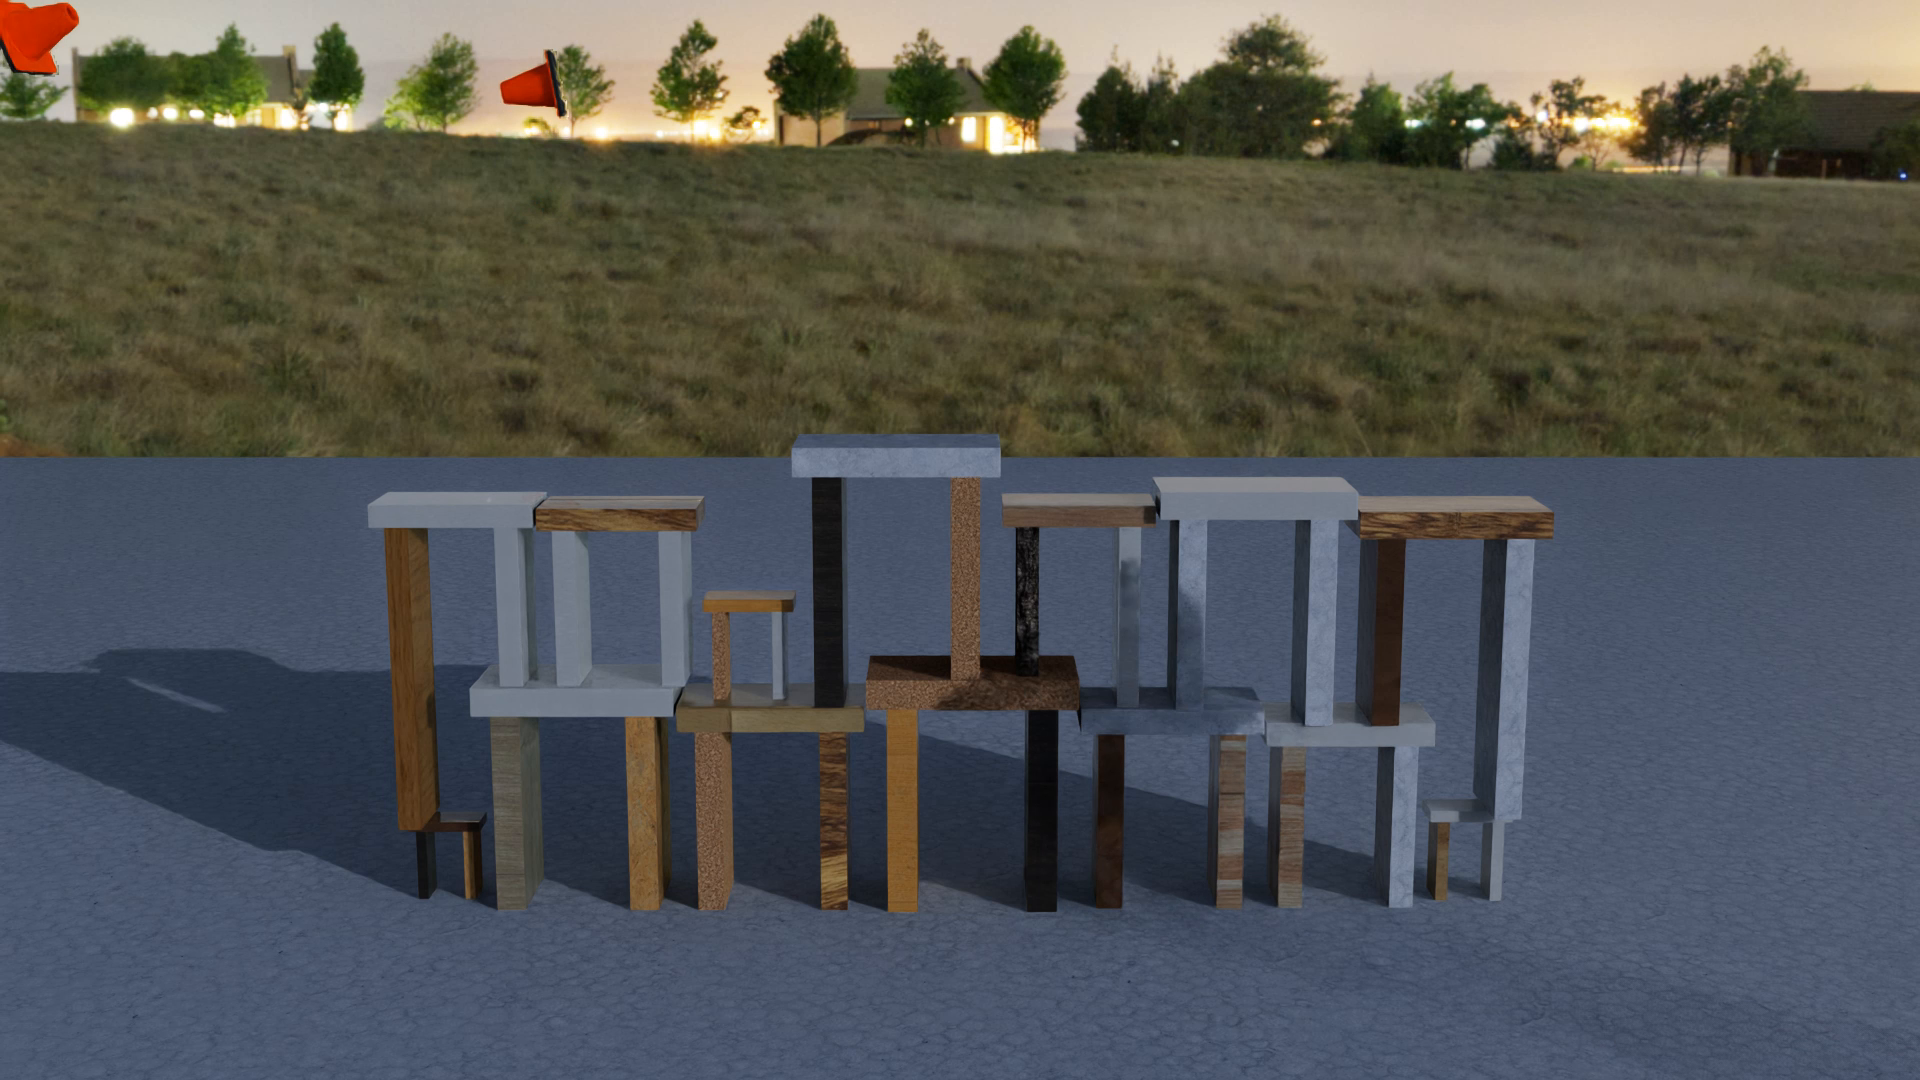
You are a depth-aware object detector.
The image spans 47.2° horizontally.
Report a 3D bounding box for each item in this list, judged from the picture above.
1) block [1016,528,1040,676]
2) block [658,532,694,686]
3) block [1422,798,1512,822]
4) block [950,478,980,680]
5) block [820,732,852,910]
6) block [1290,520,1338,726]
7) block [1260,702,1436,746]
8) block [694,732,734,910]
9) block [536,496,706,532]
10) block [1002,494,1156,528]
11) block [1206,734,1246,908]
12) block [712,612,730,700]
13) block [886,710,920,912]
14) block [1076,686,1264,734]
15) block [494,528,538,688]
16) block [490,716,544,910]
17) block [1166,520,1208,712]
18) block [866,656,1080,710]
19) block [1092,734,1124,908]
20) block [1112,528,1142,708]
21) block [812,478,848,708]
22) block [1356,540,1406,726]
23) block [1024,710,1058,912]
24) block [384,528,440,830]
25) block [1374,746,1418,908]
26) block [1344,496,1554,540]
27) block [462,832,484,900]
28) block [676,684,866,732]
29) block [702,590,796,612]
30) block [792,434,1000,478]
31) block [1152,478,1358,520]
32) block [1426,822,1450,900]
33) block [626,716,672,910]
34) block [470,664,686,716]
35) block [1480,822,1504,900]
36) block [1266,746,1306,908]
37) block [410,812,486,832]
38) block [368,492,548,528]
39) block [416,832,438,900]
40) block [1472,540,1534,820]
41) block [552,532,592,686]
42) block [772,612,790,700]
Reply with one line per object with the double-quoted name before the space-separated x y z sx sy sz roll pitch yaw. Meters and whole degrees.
"block" 0.109 0.088 3.579 0.034 0.243 0.122 0 11 0
"block" -0.461 0.099 3.579 0.036 0.254 0.127 0 11 0
"block" 0.840 0.448 3.642 0.135 0.019 0.068 0 11 0
"block" 0.009 0.048 3.564 0.046 0.328 0.164 0 11 0
"block" -0.205 0.443 3.637 0.043 0.301 0.150 0 11 0
"block" 0.576 0.119 3.578 0.044 0.336 0.156 0 11 0
"block" 0.631 0.303 3.617 0.273 0.039 0.136 0 11 0
"block" -0.405 0.443 3.637 0.043 0.301 0.150 0 11 0
"block" -0.546 -0.043 3.552 0.254 0.036 0.127 0 11 0
"block" 0.190 -0.048 3.554 0.243 0.034 0.122 0 11 0
"block" 0.441 0.445 3.643 0.042 0.294 0.147 0 11 0
"block" -0.390 0.181 3.595 0.021 0.145 0.072 0 11 0
"block" -0.093 0.423 3.635 0.048 0.340 0.170 0 11 0
"block" 0.342 0.280 3.612 0.294 0.042 0.147 0 11 0
"block" -0.721 0.097 3.575 0.037 0.260 0.130 0 11 0
"block" -0.732 0.429 3.641 0.046 0.326 0.163 0 11 0
"block" 0.368 0.107 3.576 0.044 0.311 0.156 0 11 0
"block" 0.020 0.232 3.599 0.340 0.048 0.170 0 11 0
"block" 0.244 0.445 3.643 0.042 0.294 0.147 0 11 0
"block" 0.271 0.114 3.584 0.034 0.295 0.122 0 11 0
"block" -0.210 0.070 3.568 0.046 0.373 0.164 0 11 0
"block" 0.683 0.135 3.581 0.043 0.305 0.153 0 11 0
"block" 0.134 0.423 3.635 0.048 0.340 0.170 0 11 0
"block" -0.895 0.215 3.596 0.037 0.500 0.130 0 11 0
"block" 0.722 0.456 3.646 0.039 0.273 0.136 0 11 0
"block" 0.785 -0.037 3.549 0.305 0.043 0.153 0 11 0
"block" -0.811 0.532 3.661 0.016 0.116 0.058 0 11 0
"block" -0.305 0.274 3.606 0.301 0.043 0.150 0 11 0
"block" -0.342 0.100 3.580 0.145 0.021 0.072 0 11 0
"block" -0.100 -0.136 3.530 0.328 0.046 0.164 0 11 0
"block" 0.472 -0.068 3.544 0.311 0.044 0.156 0 11 0
"block" 0.795 0.524 3.656 0.019 0.135 0.068 0 11 0
"block" -0.515 0.429 3.641 0.046 0.326 0.163 0 11 0
"block" -0.623 0.247 3.607 0.326 0.046 0.163 0 11 0
"block" 0.885 0.524 3.656 0.019 0.135 0.068 0 11 0
"block" 0.540 0.456 3.646 0.039 0.273 0.136 0 11 0
"block" -0.849 0.467 3.649 0.116 0.016 0.058 0 11 0
"block" -0.808 -0.049 3.547 0.260 0.037 0.130 0 11 0
"block" -0.888 0.532 3.661 0.016 0.116 0.058 0 11 0
"block" 0.887 0.212 3.595 0.043 0.462 0.153 0 11 0
"block" -0.631 0.099 3.579 0.036 0.254 0.127 0 11 0
"block" -0.293 0.181 3.595 0.021 0.145 0.072 0 11 0
